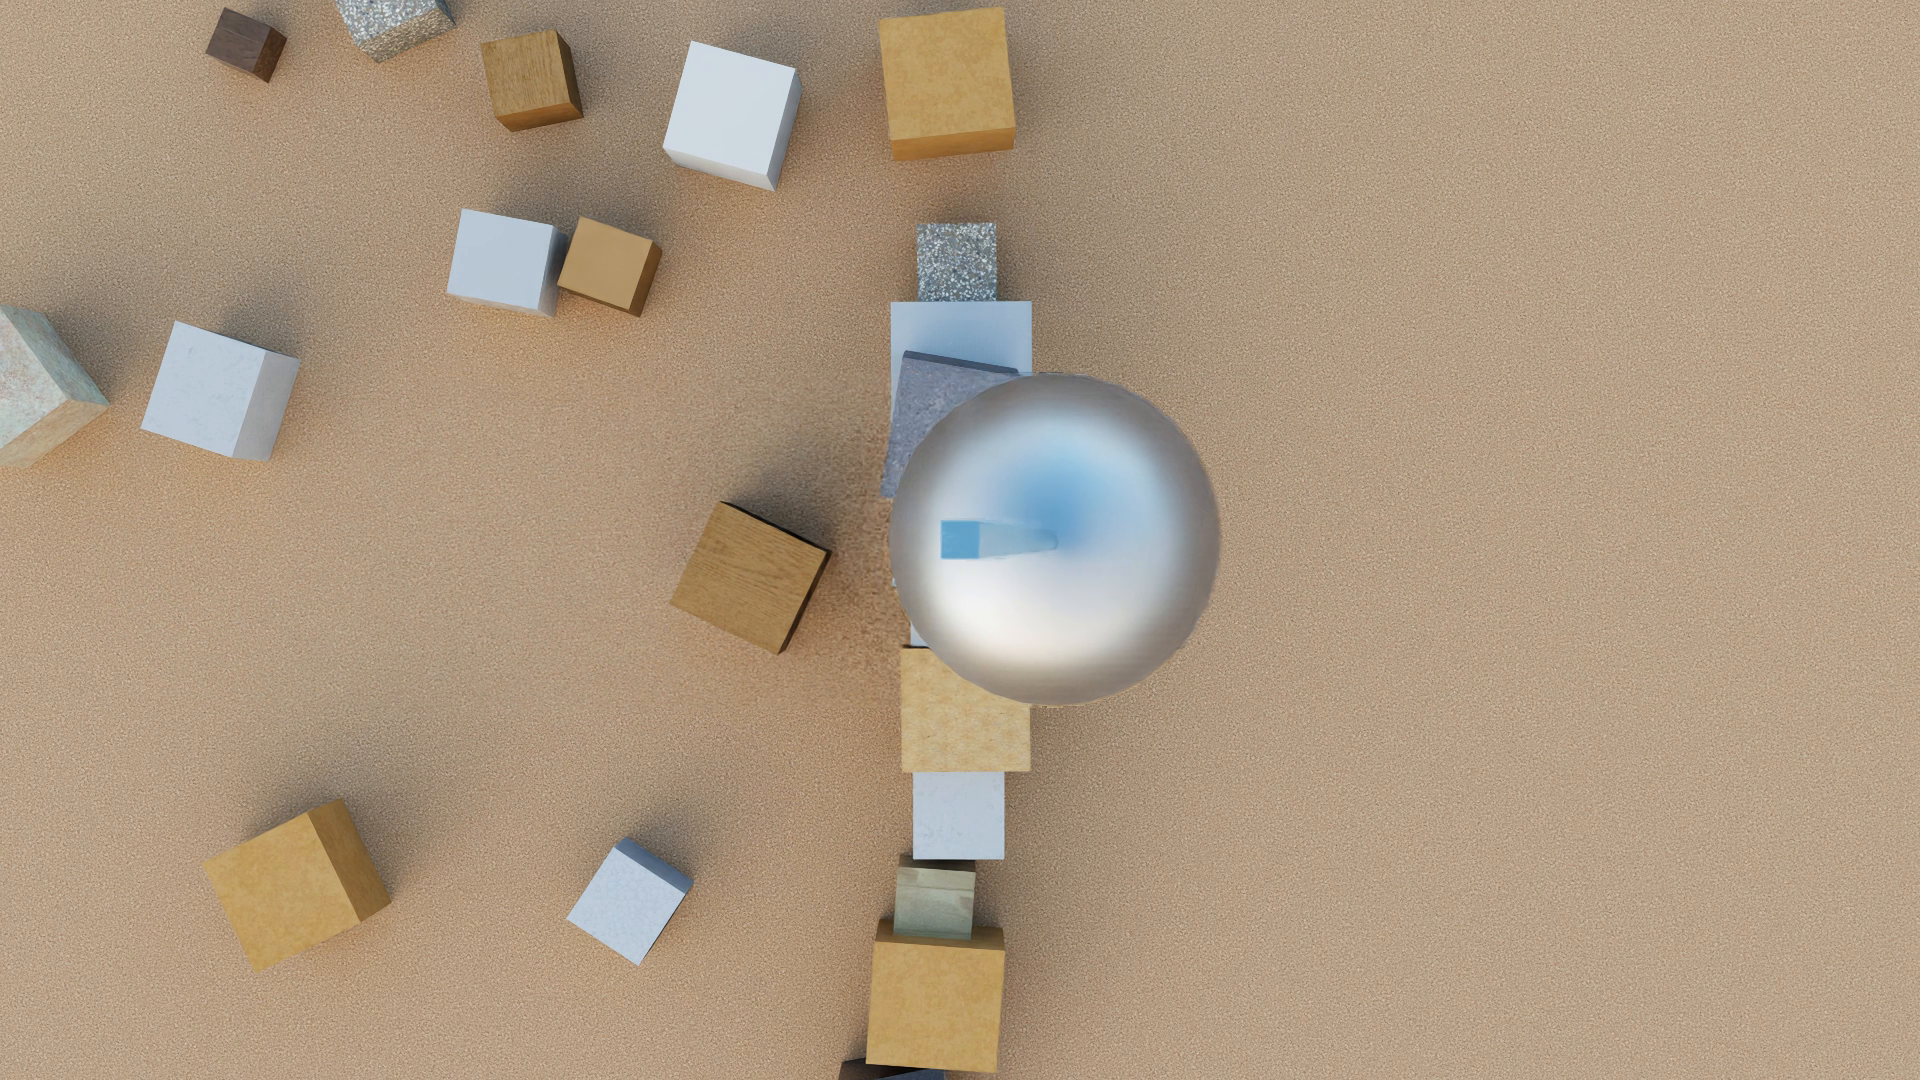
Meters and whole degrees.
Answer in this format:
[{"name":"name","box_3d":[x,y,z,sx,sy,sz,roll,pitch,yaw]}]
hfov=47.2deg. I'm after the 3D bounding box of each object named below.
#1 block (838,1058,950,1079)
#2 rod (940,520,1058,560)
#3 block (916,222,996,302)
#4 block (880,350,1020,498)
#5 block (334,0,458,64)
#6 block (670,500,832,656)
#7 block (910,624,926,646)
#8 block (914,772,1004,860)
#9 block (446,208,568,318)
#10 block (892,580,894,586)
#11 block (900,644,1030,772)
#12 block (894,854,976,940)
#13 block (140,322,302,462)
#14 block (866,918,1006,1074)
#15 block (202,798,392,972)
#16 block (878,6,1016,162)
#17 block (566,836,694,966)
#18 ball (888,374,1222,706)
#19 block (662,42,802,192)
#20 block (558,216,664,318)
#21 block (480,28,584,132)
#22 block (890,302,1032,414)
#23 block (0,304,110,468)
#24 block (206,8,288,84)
[{"name":"block","box_3d":[-0.345,3.298,12.697,0.606,0.606,0.556,-12,90,0]},{"name":"rod","box_3d":[0.197,0.000,7.203,0.080,5.200,0.080,0,90,4]},{"name":"block","box_3d":[-0.017,-1.571,12.764,0.450,0.471,0.466,-1,90,0]},{"name":"block","box_3d":[-0.054,-0.594,11.981,0.633,0.690,0.749,9,98,-1]},{"name":"block","box_3d":[-3.318,-3.164,12.755,0.515,0.490,0.532,-25,90,0]},{"name":"block","box_3d":[-1.195,0.214,12.682,0.675,0.635,0.643,26,90,0]},{"name":"block","box_3d":[0.009,0.285,12.686,0.578,0.628,0.621,0,90,0]},{"name":"block","box_3d":[-0.007,1.557,12.724,0.515,0.552,0.499,0,90,0]},{"name":"block","box_3d":[-2.616,-1.597,12.749,0.524,0.503,0.486,11,90,0]},{"name":"block","box_3d":[-0.095,0.043,12.139,0.473,0.467,0.492,10,90,0]},{"name":"block","box_3d":[0.032,0.954,12.664,0.721,0.673,0.691,-1,90,0]},{"name":"block","box_3d":[-0.146,2.069,12.759,0.443,0.481,0.388,4,90,0]},{"name":"block","box_3d":[-4.245,-0.846,12.670,0.537,0.660,0.634,18,90,0]},{"name":"block","box_3d":[-0.137,2.608,12.635,0.730,0.730,0.684,4,90,0]},{"name":"block","box_3d":[-3.801,1.976,12.655,0.653,0.689,0.687,-26,90,0]},{"name":"block","box_3d":[-0.074,-2.610,12.651,0.704,0.697,0.679,-6,90,0]},{"name":"block","box_3d":[-1.906,2.091,12.772,0.491,0.456,0.489,33,90,0]},{"name":"ball","box_3d":[0.454,0.000,10.593,1.600,1.600,1.600,0,90,0]},{"name":"block","box_3d":[-1.305,-2.439,12.706,0.606,0.588,0.624,15,90,0]},{"name":"block","box_3d":[-2.028,-1.582,12.776,0.434,0.448,0.416,19,90,0]},{"name":"block","box_3d":[-2.478,-2.661,12.763,0.439,0.475,0.426,-11,90,0]},{"name":"block","box_3d":[0.008,-0.994,12.660,0.788,0.679,0.683,0,90,0]},{"name":"block","box_3d":[-5.466,-0.882,12.681,0.615,0.638,0.681,-36,90,0]},{"name":"block","box_3d":[-4.168,-2.888,12.848,0.294,0.303,0.291,23,90,0]}]
